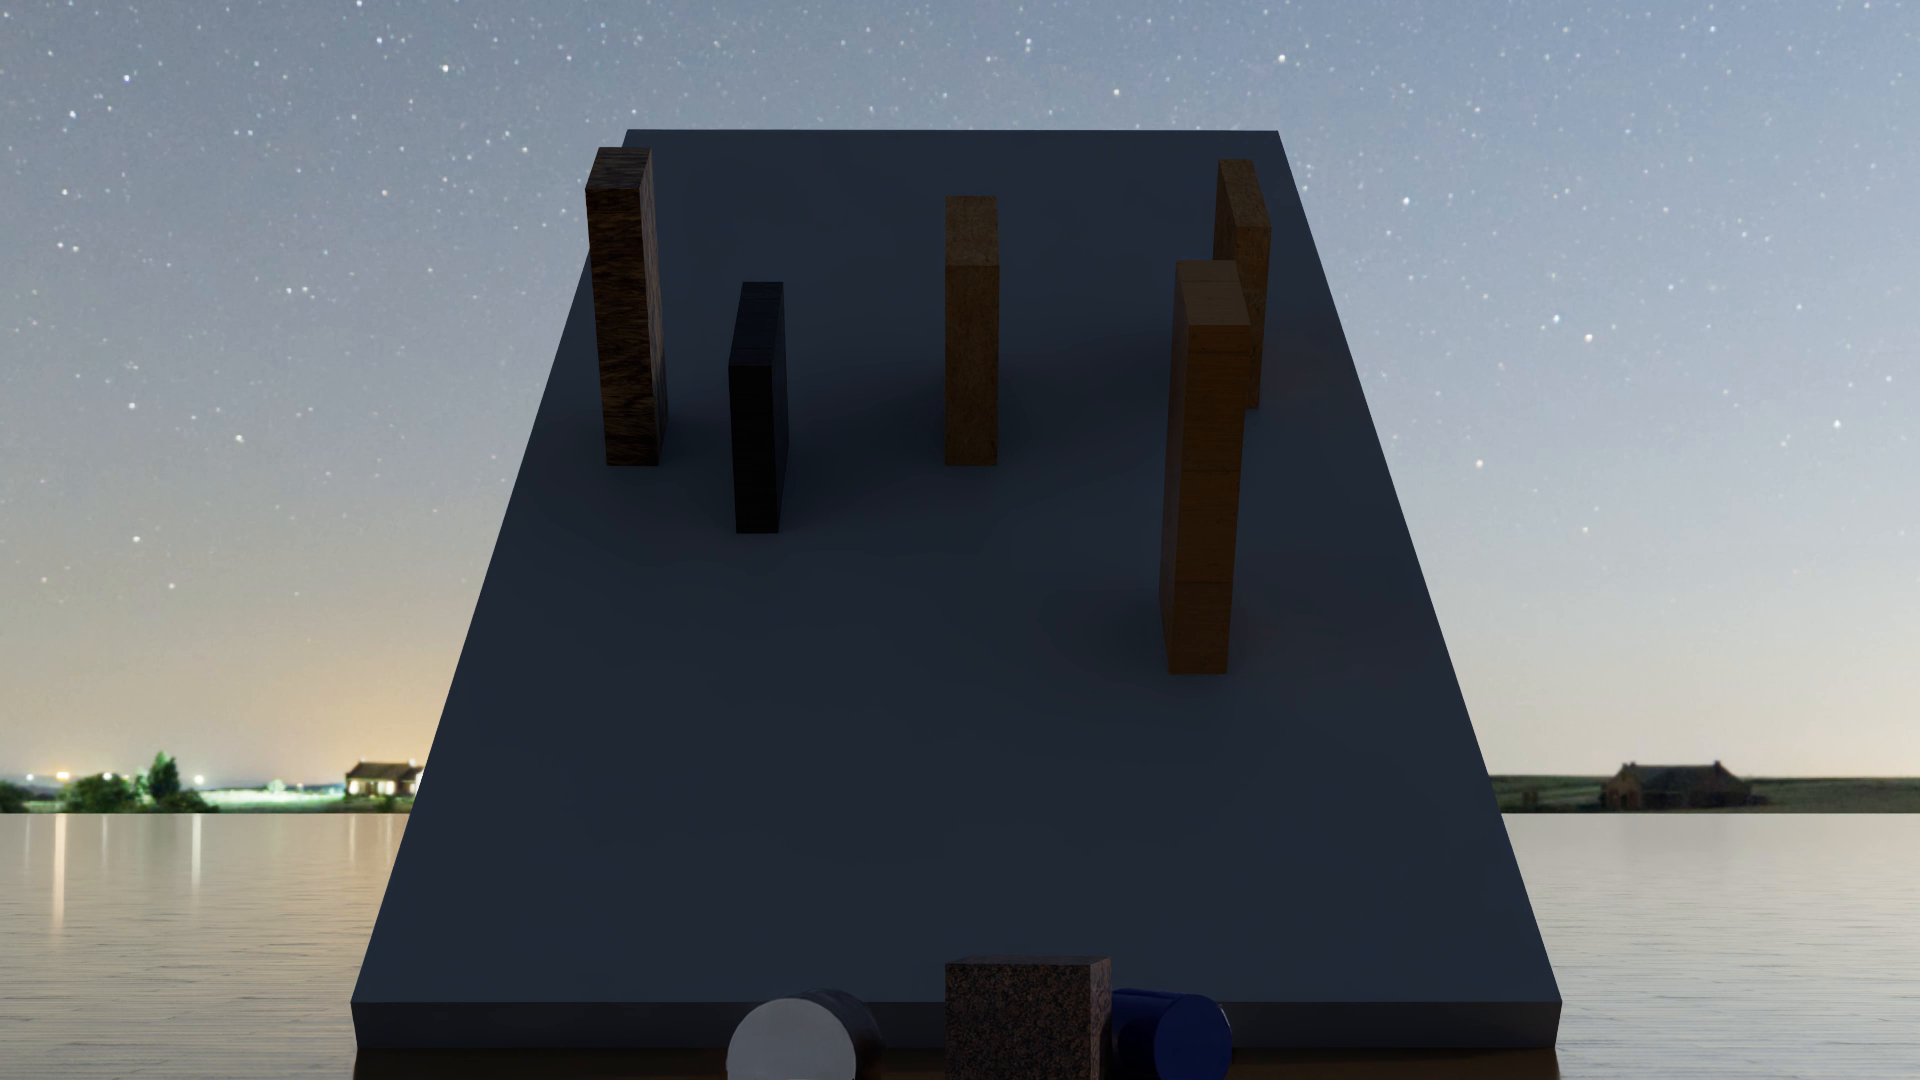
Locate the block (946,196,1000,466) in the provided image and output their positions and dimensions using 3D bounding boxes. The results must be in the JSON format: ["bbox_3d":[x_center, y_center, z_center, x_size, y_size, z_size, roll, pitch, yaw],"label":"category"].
[{"bbox_3d":[0.026,-0.490,5.634,0.119,0.501,0.401,0,30,0],"label":"block"}]

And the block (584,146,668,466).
[{"bbox_3d":[-0.754,-0.528,5.515,0.117,0.682,0.247,0,30,0],"label":"block"}]

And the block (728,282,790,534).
[{"bbox_3d":[-0.445,-0.299,5.397,0.091,0.410,0.427,0,30,0],"label":"block"}]

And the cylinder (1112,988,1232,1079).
[{"bbox_3d":[0.278,0.702,3.379,0.144,0.144,0.144,5,-8,-36],"label":"cylinder"}]

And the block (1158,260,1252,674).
[{"bbox_3d":[0.476,-0.138,4.773,0.114,0.768,0.294,0,30,0],"label":"block"}]

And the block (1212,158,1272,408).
[{"bbox_3d":[0.678,-0.628,5.902,0.081,0.473,0.424,0,30,0],"label":"block"}]

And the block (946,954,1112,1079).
[{"bbox_3d":[0.095,0.665,3.271,0.194,0.194,0.194,-1,-6,12],"label":"block"}]

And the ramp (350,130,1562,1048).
[{"bbox_3d":[-0.013,-0.206,5.745,2.000,0.100,4.000,0,30,0],"label":"ramp"}]

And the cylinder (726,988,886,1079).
[{"bbox_3d":[-0.193,0.657,3.066,0.166,0.166,0.166,-1,-6,11],"label":"cylinder"}]
